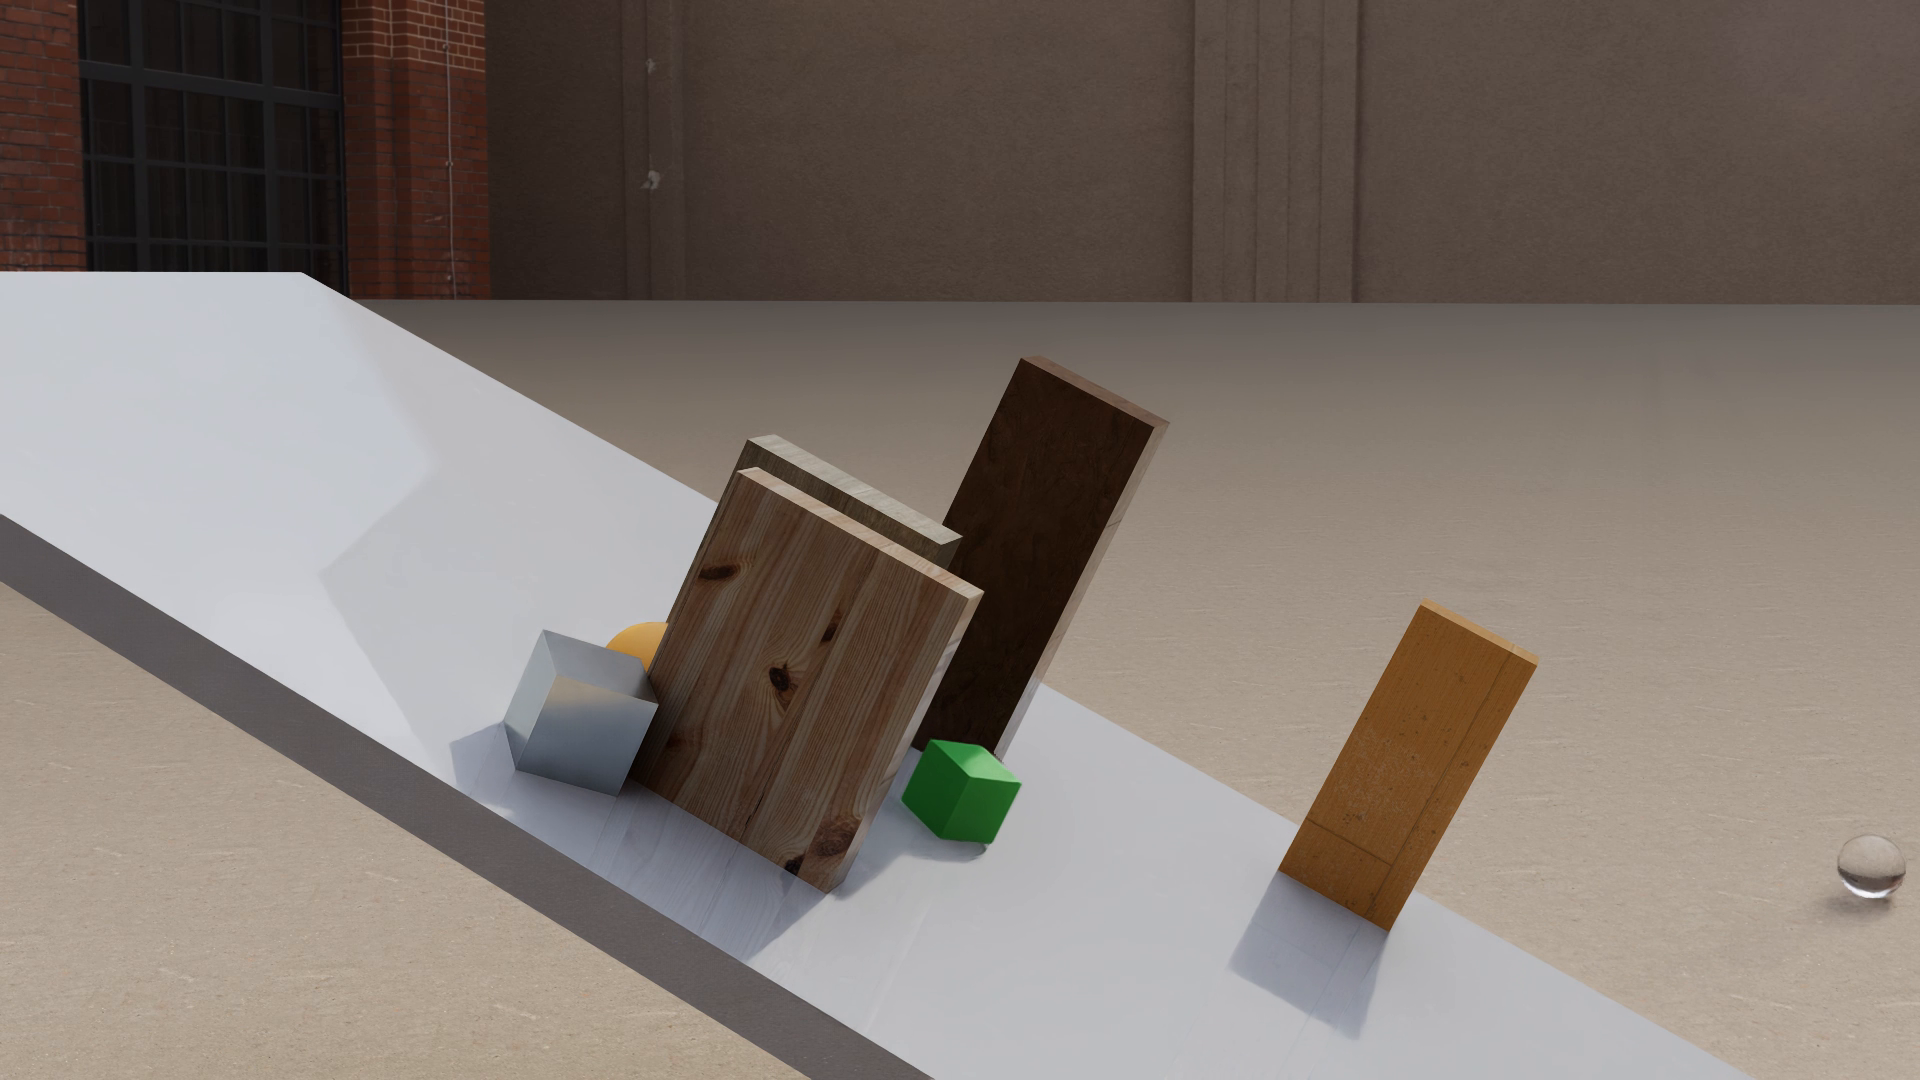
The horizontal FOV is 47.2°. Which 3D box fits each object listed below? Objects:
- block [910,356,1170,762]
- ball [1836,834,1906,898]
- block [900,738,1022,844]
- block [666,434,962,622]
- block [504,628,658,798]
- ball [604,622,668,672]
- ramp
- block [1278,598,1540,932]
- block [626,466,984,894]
[{"bbox_3d":[0.096,0.057,4.268,0.286,0.778,0.144,29,14,12],"label":"block"},{"bbox_3d":[2.709,0.970,6.536,0.190,0.190,0.190,0,7,0],"label":"ball"},{"bbox_3d":[0.002,0.456,3.988,0.131,0.131,0.131,13,19,-42],"label":"block"},{"bbox_3d":[-0.288,0.140,3.814,0.384,0.523,0.123,29,14,12],"label":"block"},{"bbox_3d":[-0.605,0.274,3.497,0.171,0.171,0.171,19,15,-25],"label":"block"},{"bbox_3d":[-0.519,0.238,3.728,0.199,0.199,0.199,0,7,0],"label":"ball"},{"bbox_3d":[-0.249,0.421,4.162,4.000,0.100,2.000,29,14,12],"label":"ramp"},{"bbox_3d":[0.921,0.463,4.530,0.259,0.635,0.104,29,14,12],"label":"block"},{"bbox_3d":[-0.269,0.222,3.510,0.424,0.538,0.082,29,14,12],"label":"block"}]
